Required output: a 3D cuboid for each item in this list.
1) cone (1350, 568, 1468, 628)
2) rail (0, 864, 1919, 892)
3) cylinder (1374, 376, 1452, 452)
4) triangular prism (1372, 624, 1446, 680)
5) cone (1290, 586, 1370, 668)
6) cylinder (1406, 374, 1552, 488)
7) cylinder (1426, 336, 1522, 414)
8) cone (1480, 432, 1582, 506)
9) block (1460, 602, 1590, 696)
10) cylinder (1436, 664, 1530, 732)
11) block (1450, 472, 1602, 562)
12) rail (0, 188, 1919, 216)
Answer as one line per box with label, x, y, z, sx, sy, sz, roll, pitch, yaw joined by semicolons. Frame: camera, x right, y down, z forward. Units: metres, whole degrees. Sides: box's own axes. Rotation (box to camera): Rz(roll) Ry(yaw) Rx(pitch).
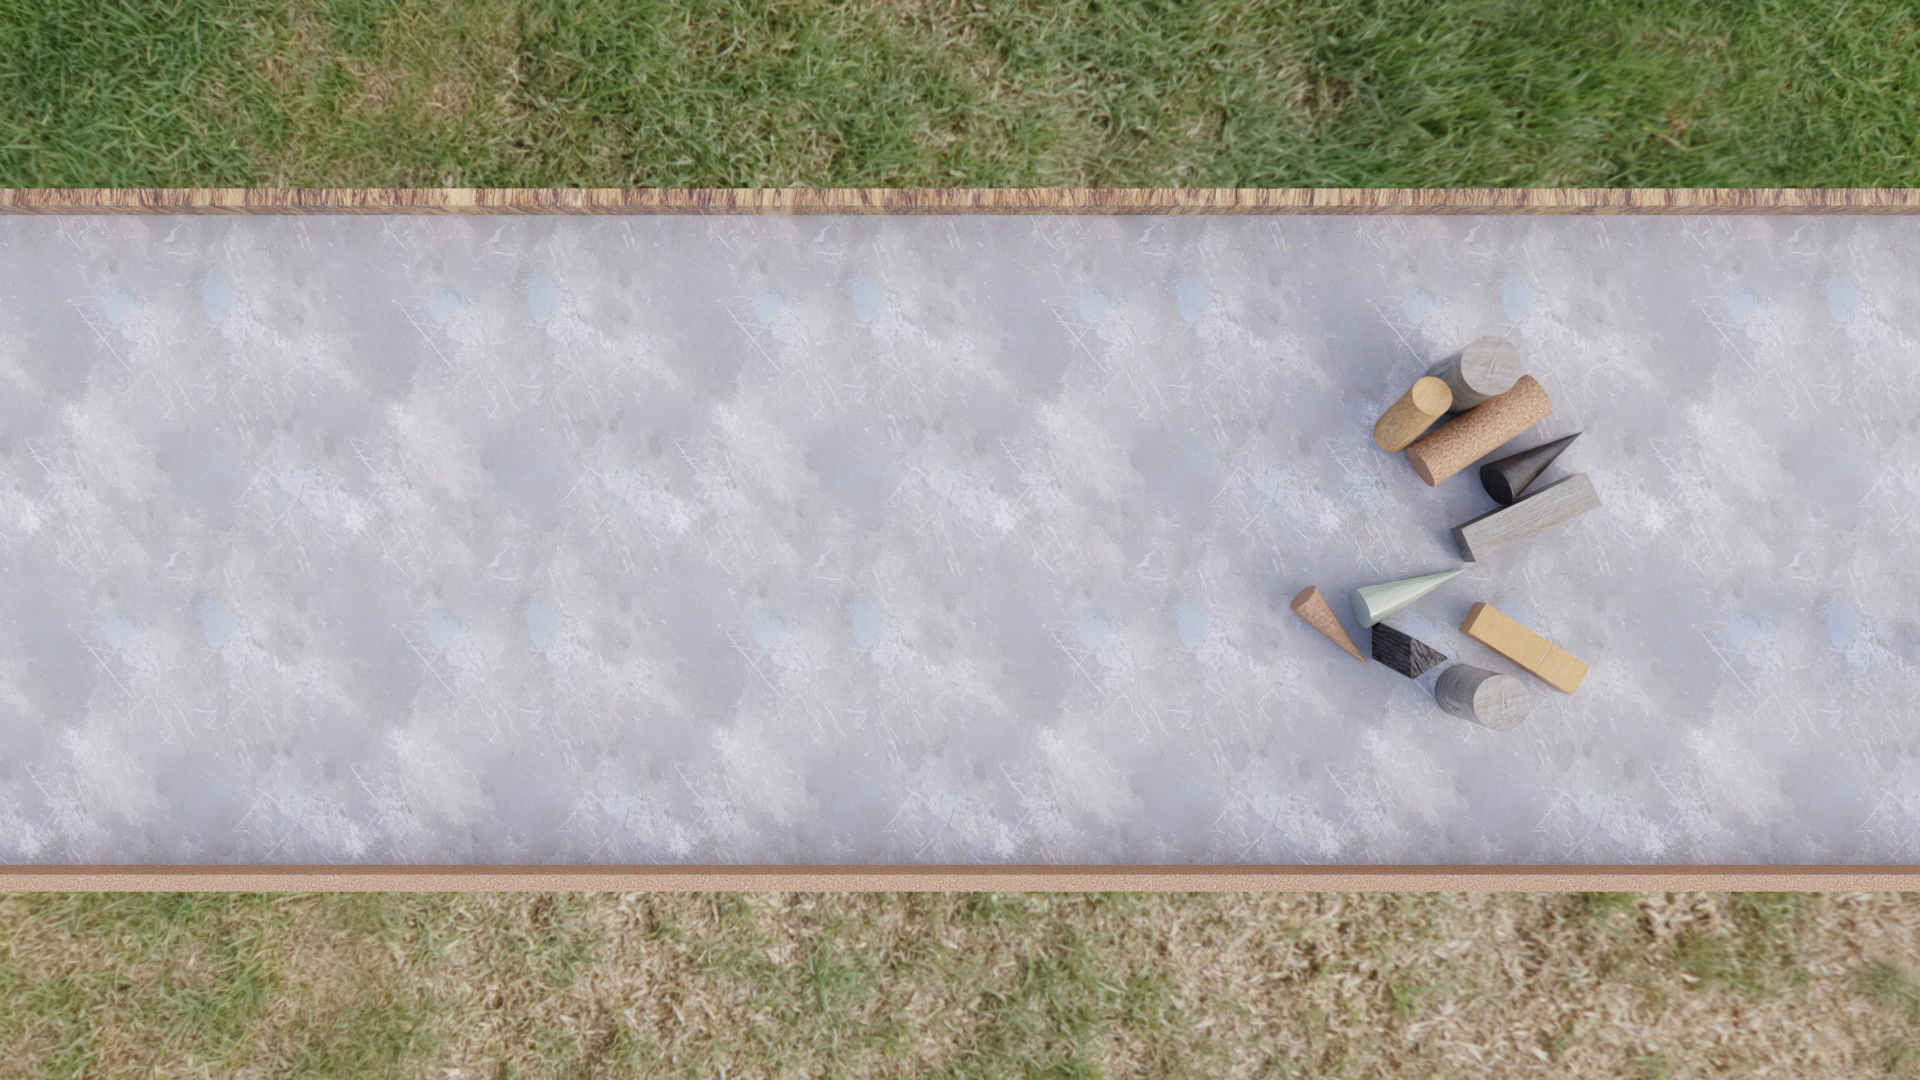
cone;1.394;0.147;5.045;0.380;0.128;0.128;-19;90;-10
rail;-2.247;1.025;5.001;12.000;0.150;0.050;0;90;0
cylinder;1.342;-0.370;4.902;0.119;0.330;0.119;1;74;-5
triangular prism;1.305;0.308;4.889;0.119;0.365;0.103;-31;96;0
cone;1.157;0.287;5.051;0.103;0.103;0.323;-45;99;0
cylinder;1.575;-0.331;5.005;0.418;0.143;0.143;-32;90;0
cylinder;1.509;-0.483;4.875;0.171;0.392;0.171;0;86;1
cone;1.774;-0.251;5.041;0.345;0.143;0.143;-30;90;-12
block;1.718;0.329;5.026;0.368;0.102;0.102;31;90;0
cylinder;1.543;0.464;4.886;0.162;0.381;0.162;0;90;0
block;1.721;-0.069;5.021;0.416;0.110;0.110;-25;90;0
rail;-2.247;-1.025;5.002;12.000;0.150;0.050;0;90;0
